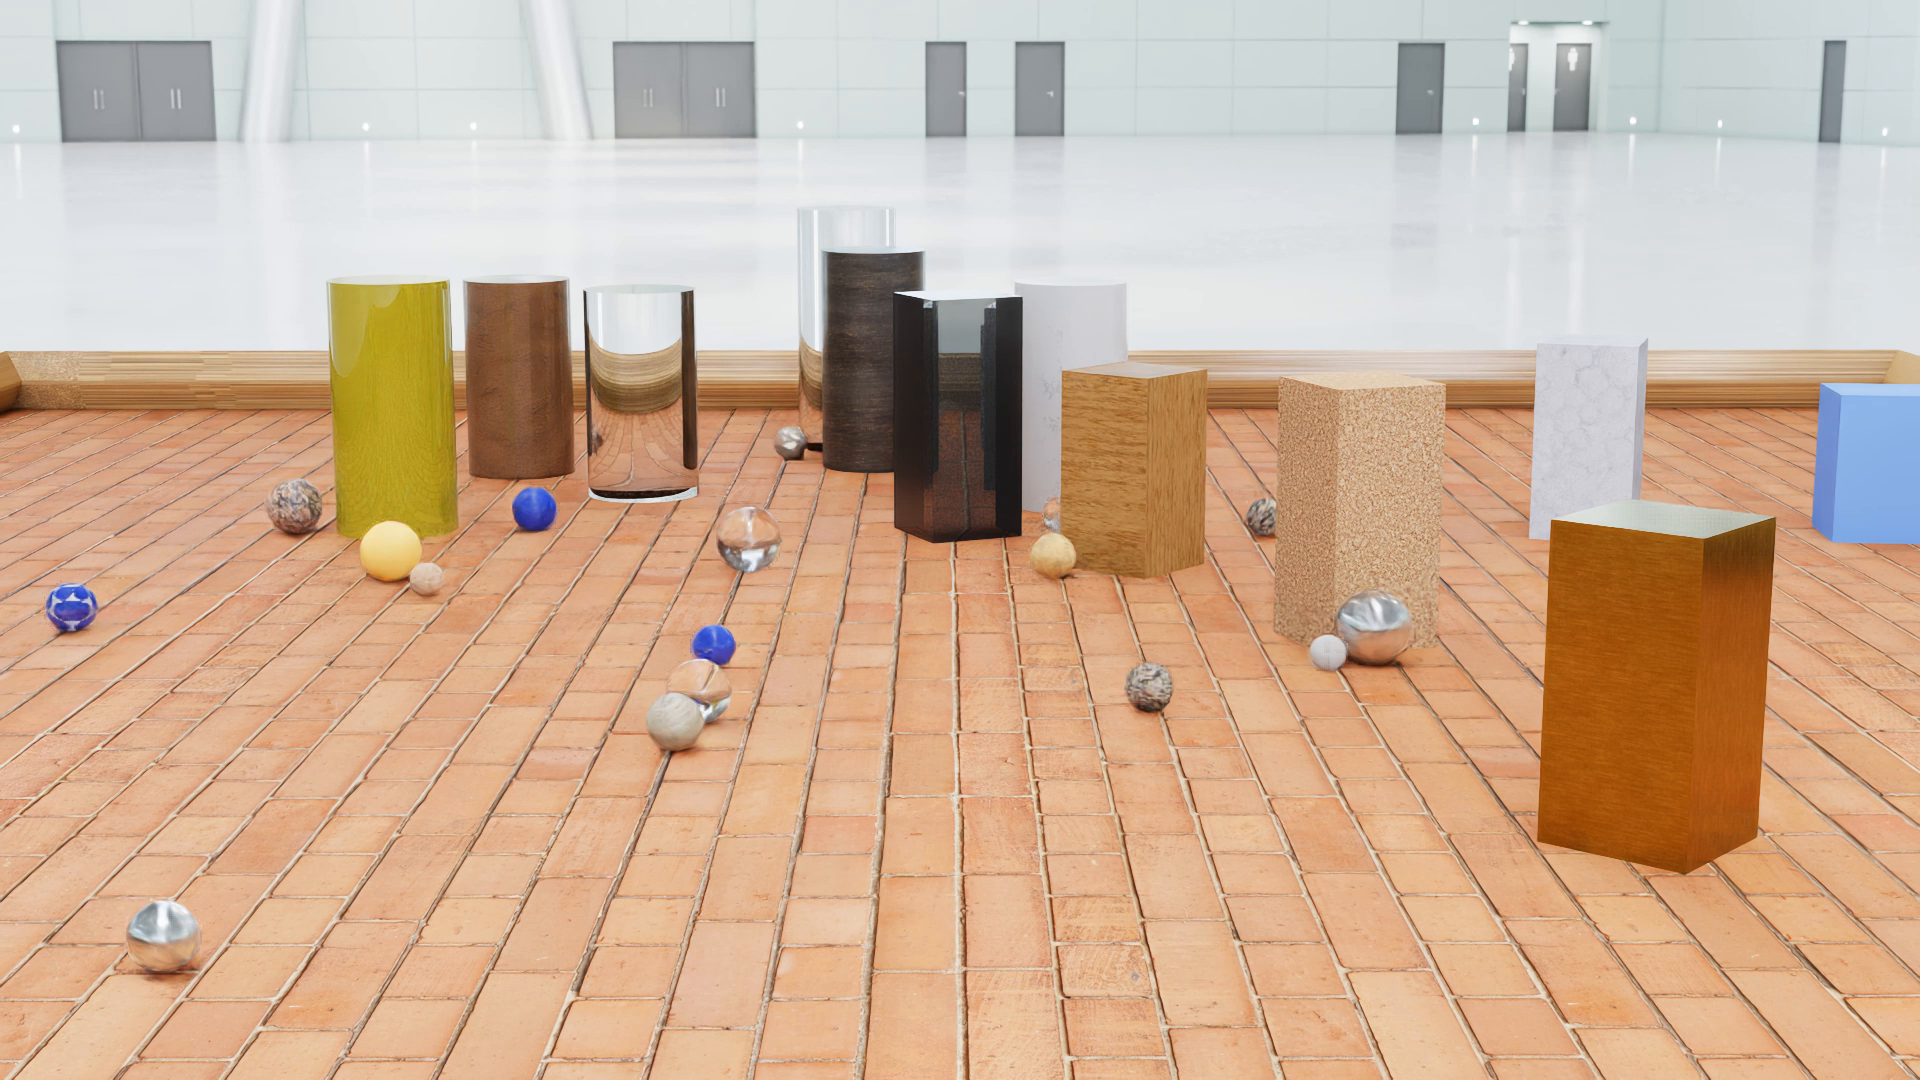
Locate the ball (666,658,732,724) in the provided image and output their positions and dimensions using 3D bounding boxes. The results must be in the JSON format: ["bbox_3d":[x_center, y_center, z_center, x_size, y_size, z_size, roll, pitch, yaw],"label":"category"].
[{"bbox_3d":[-0.291,0.168,2.855,0.073,0.073,0.073,0,11,0],"label":"ball"}]

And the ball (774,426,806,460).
[{"bbox_3d":[-0.316,-0.181,4.761,0.062,0.062,0.062,0,11,0],"label":"ball"}]

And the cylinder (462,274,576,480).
[{"bbox_3d":[-0.788,-0.294,4.586,0.189,0.347,0.189,0,11,0],"label":"cylinder"}]

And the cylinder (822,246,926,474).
[{"bbox_3d":[-0.156,-0.330,4.656,0.189,0.393,0.189,0,11,0],"label":"cylinder"}]

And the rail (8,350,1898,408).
[{"bbox_3d":[-0.012,-0.337,5.428,4.014,0.122,0.045,0,11,0],"label":"rail"}]

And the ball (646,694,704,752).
[{"bbox_3d":[-0.305,0.195,2.744,0.062,0.062,0.062,0,11,0],"label":"ball"}]

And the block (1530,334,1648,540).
[{"bbox_3d":[0.977,-0.160,3.985,0.151,0.304,0.151,4,11,20],"label":"block"}]

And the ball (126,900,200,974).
[{"bbox_3d":[-0.645,0.321,2.077,0.058,0.058,0.058,0,11,0],"label":"ball"}]

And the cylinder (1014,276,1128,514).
[{"bbox_3d":[0.183,-0.242,4.240,0.189,0.372,0.189,0,11,0],"label":"cylinder"}]

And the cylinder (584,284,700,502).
[{"bbox_3d":[-0.539,-0.251,4.351,0.189,0.349,0.189,0,11,0],"label":"cylinder"}]

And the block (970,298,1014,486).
[{"bbox_3d":[0.105,-0.261,4.503,0.151,0.313,0.151,2,11,10],"label":"block"}]

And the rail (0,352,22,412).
[{"bbox_3d":[-1.983,0.034,3.438,0.045,0.122,4.073,0,11,0],"label":"rail"}]

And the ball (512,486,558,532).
[{"bbox_3d":[-0.668,-0.049,4.029,0.071,0.071,0.071,0,11,0],"label":"ball"}]

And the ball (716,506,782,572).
[{"bbox_3d":[-0.305,-0.001,3.704,0.094,0.094,0.094,0,11,0],"label":"ball"}]

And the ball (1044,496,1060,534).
[{"bbox_3d":[0.160,-0.039,4.001,0.060,0.060,0.060,0,11,0],"label":"ball"}]

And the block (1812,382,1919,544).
[{"bbox_3d":[1.422,-0.120,3.982,0.151,0.228,0.151,1,11,7],"label":"block"}]

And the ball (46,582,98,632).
[{"bbox_3d":[-1.149,0.087,3.317,0.064,0.064,0.064,0,11,0],"label":"ball"}]

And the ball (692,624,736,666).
[{"bbox_3d":[-0.299,0.129,3.122,0.053,0.053,0.053,0,11,0],"label":"ball"}]

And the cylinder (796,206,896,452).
[{"bbox_3d":[-0.215,-0.405,4.894,0.189,0.453,0.189,0,11,0],"label":"cylinder"}]

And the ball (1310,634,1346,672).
[{"bbox_3d":[0.446,0.136,3.105,0.044,0.044,0.044,0,11,0],"label":"ball"}]

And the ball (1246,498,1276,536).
[{"bbox_3d":[0.475,-0.036,3.988,0.059,0.059,0.059,0,11,0],"label":"ball"}]

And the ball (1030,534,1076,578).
[{"bbox_3d":[0.133,0.023,3.658,0.065,0.065,0.065,0,11,0],"label":"ball"}]

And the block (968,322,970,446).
[{"bbox_3d":[0.117,-0.293,4.884,0.151,0.237,0.151,-5,12,-27],"label":"block"}]

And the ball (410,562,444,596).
[{"bbox_3d":[-0.736,0.054,3.539,0.048,0.048,0.048,0,11,0],"label":"ball"}]

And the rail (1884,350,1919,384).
[{"bbox_3d":[1.983,0.029,3.461,0.045,0.122,4.073,0,11,0],"label":"rail"}]

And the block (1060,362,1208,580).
[{"bbox_3d":[0.253,-0.105,3.734,0.151,0.288,0.151,9,14,38],"label":"block"}]

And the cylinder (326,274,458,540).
[{"bbox_3d":[-0.887,-0.211,4.014,0.189,0.393,0.189,0,11,0],"label":"cylinder"}]

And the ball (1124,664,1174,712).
[{"bbox_3d":[0.215,0.167,2.909,0.055,0.055,0.055,0,11,0],"label":"ball"}]

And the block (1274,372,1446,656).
[{"bbox_3d":[0.503,-0.036,3.244,0.151,0.333,0.151,-4,11,-22],"label":"block"}]

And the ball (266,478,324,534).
[{"bbox_3d":[-1.039,-0.053,4.007,0.086,0.086,0.086,0,11,0],"label":"ball"}]

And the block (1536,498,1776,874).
[{"bbox_3d":[0.652,0.132,2.406,0.151,0.310,0.151,9,14,40],"label":"block"}]

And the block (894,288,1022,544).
[{"bbox_3d":[-0.004,-0.196,3.992,0.151,0.372,0.151,-5,12,-24],"label":"block"}]

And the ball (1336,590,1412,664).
[{"bbox_3d":[0.506,0.106,3.136,0.092,0.092,0.092,0,11,0],"label":"ball"}]

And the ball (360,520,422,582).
[{"bbox_3d":[-0.807,0.016,3.638,0.086,0.086,0.086,0,11,0],"label":"ball"}]
